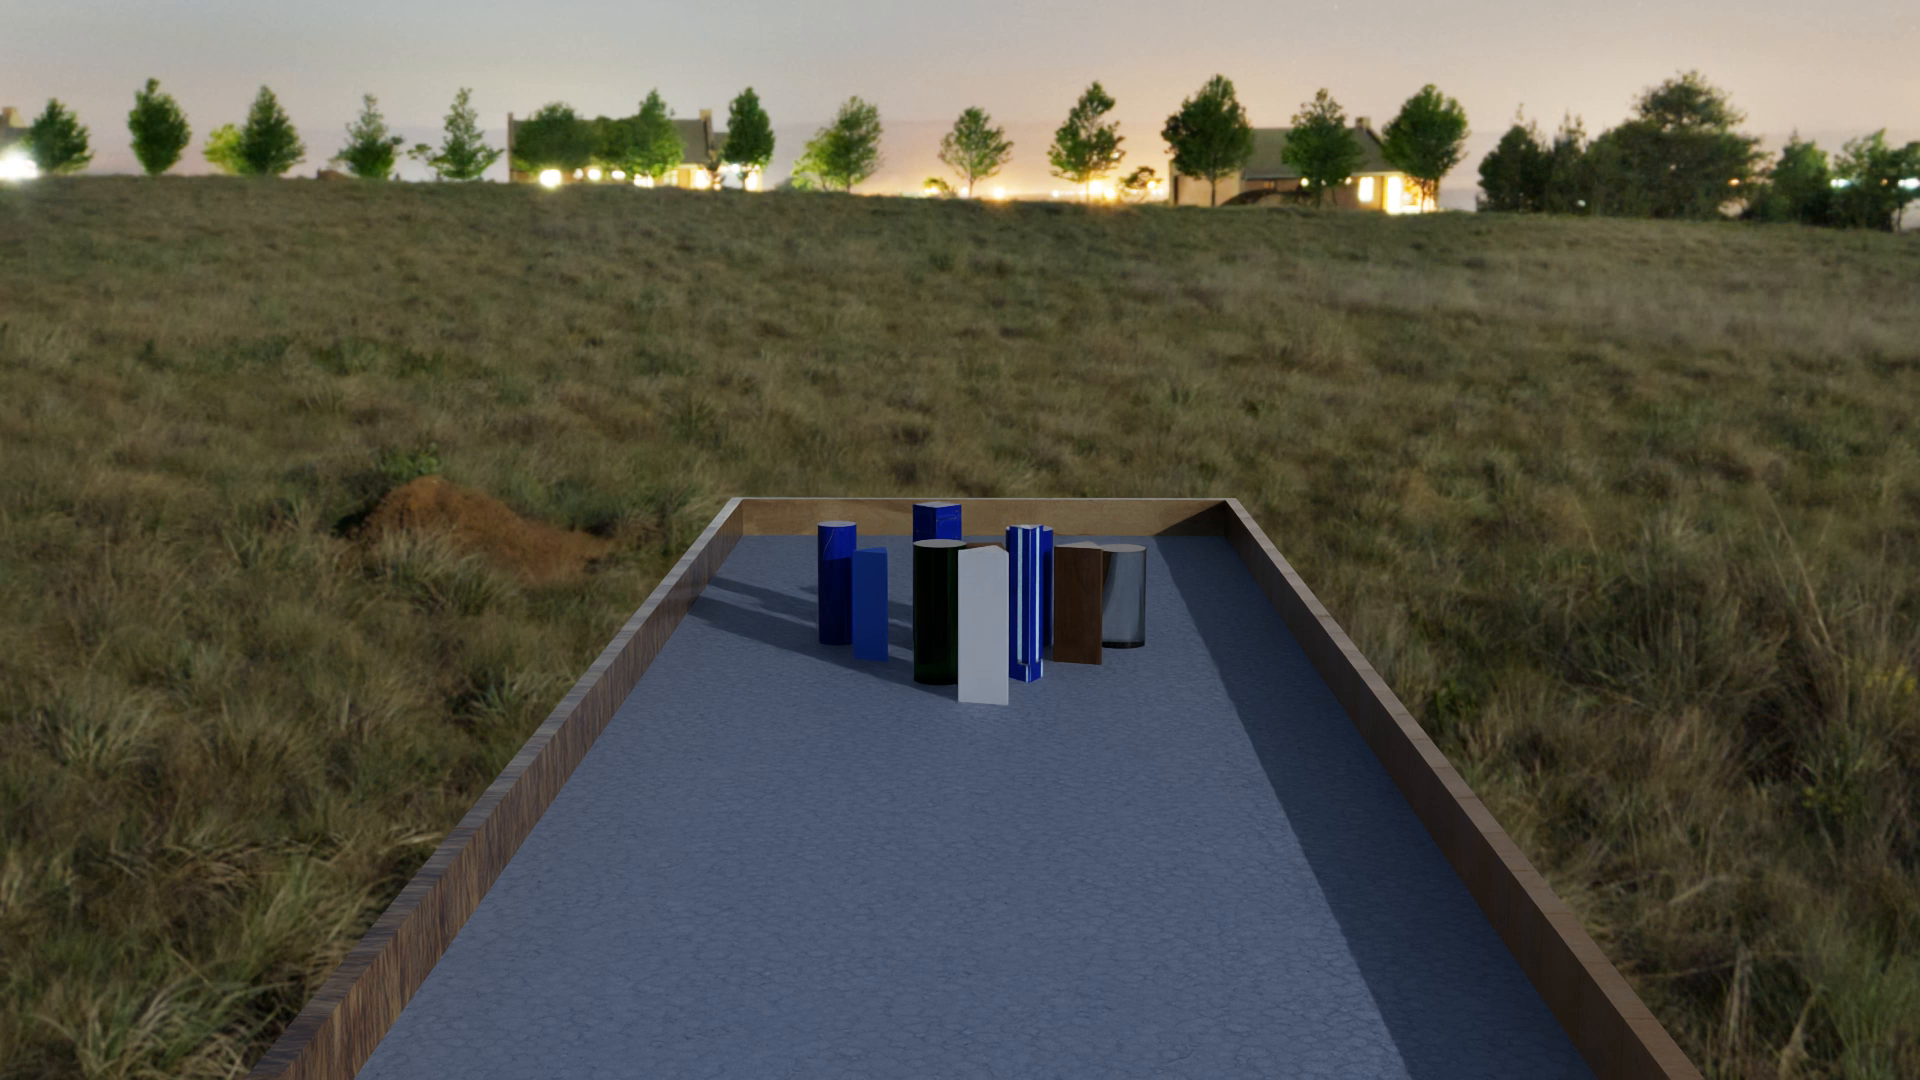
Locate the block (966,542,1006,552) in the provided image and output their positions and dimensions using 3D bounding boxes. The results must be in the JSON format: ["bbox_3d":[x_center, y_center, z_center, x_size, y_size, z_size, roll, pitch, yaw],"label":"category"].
[{"bbox_3d":[0.062,0.190,6.703,0.142,0.346,0.142,-1,9,-5],"label":"block"}]

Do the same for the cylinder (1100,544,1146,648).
[{"bbox_3d":[0.504,0.176,6.919,0.160,0.306,0.160,0,9,0],"label":"cylinder"}]

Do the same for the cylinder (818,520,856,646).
[{"bbox_3d":[-0.387,0.135,6.951,0.124,0.377,0.124,0,9,0],"label":"cylinder"}]

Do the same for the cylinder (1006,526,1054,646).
[{"bbox_3d":[0.217,0.144,6.928,0.149,0.366,0.149,0,9,0],"label":"cylinder"}]

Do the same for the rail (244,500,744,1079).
[{"bbox_3d":[-1.004,0.839,3.234,0.050,0.150,12.000,0,9,1],"label":"rail"}]

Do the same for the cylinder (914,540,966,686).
[{"bbox_3d":[-0.058,0.209,6.402,0.154,0.404,0.154,0,9,0],"label":"cylinder"}]

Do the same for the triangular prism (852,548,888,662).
[{"bbox_3d":[-0.252,0.194,6.722,0.117,0.334,0.101,4,10,26],"label":"triangular prism"}]

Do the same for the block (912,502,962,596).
[{"bbox_3d":[-0.072,0.105,6.949,0.108,0.438,0.108,-8,12,-43],"label":"block"}]

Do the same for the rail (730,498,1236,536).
[{"bbox_3d":[0.099,-0.098,9.147,2.100,0.150,0.050,0,9,1],"label":"rail"}]

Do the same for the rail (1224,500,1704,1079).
[{"bbox_3d":[1.046,0.843,3.208,0.050,0.150,12.000,0,9,1],"label":"rail"}]

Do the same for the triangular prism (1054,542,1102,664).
[{"bbox_3d":[0.375,0.188,6.691,0.149,0.355,0.129,3,10,19],"label":"triangular prism"}]

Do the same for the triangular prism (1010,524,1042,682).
[{"bbox_3d":[0.207,0.182,6.419,0.085,0.451,0.098,-6,11,-35],"label":"triangular prism"}]

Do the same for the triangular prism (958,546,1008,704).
[{"bbox_3d":[0.081,0.235,6.163,0.144,0.427,0.125,3,9,17],"label":"triangular prism"}]
